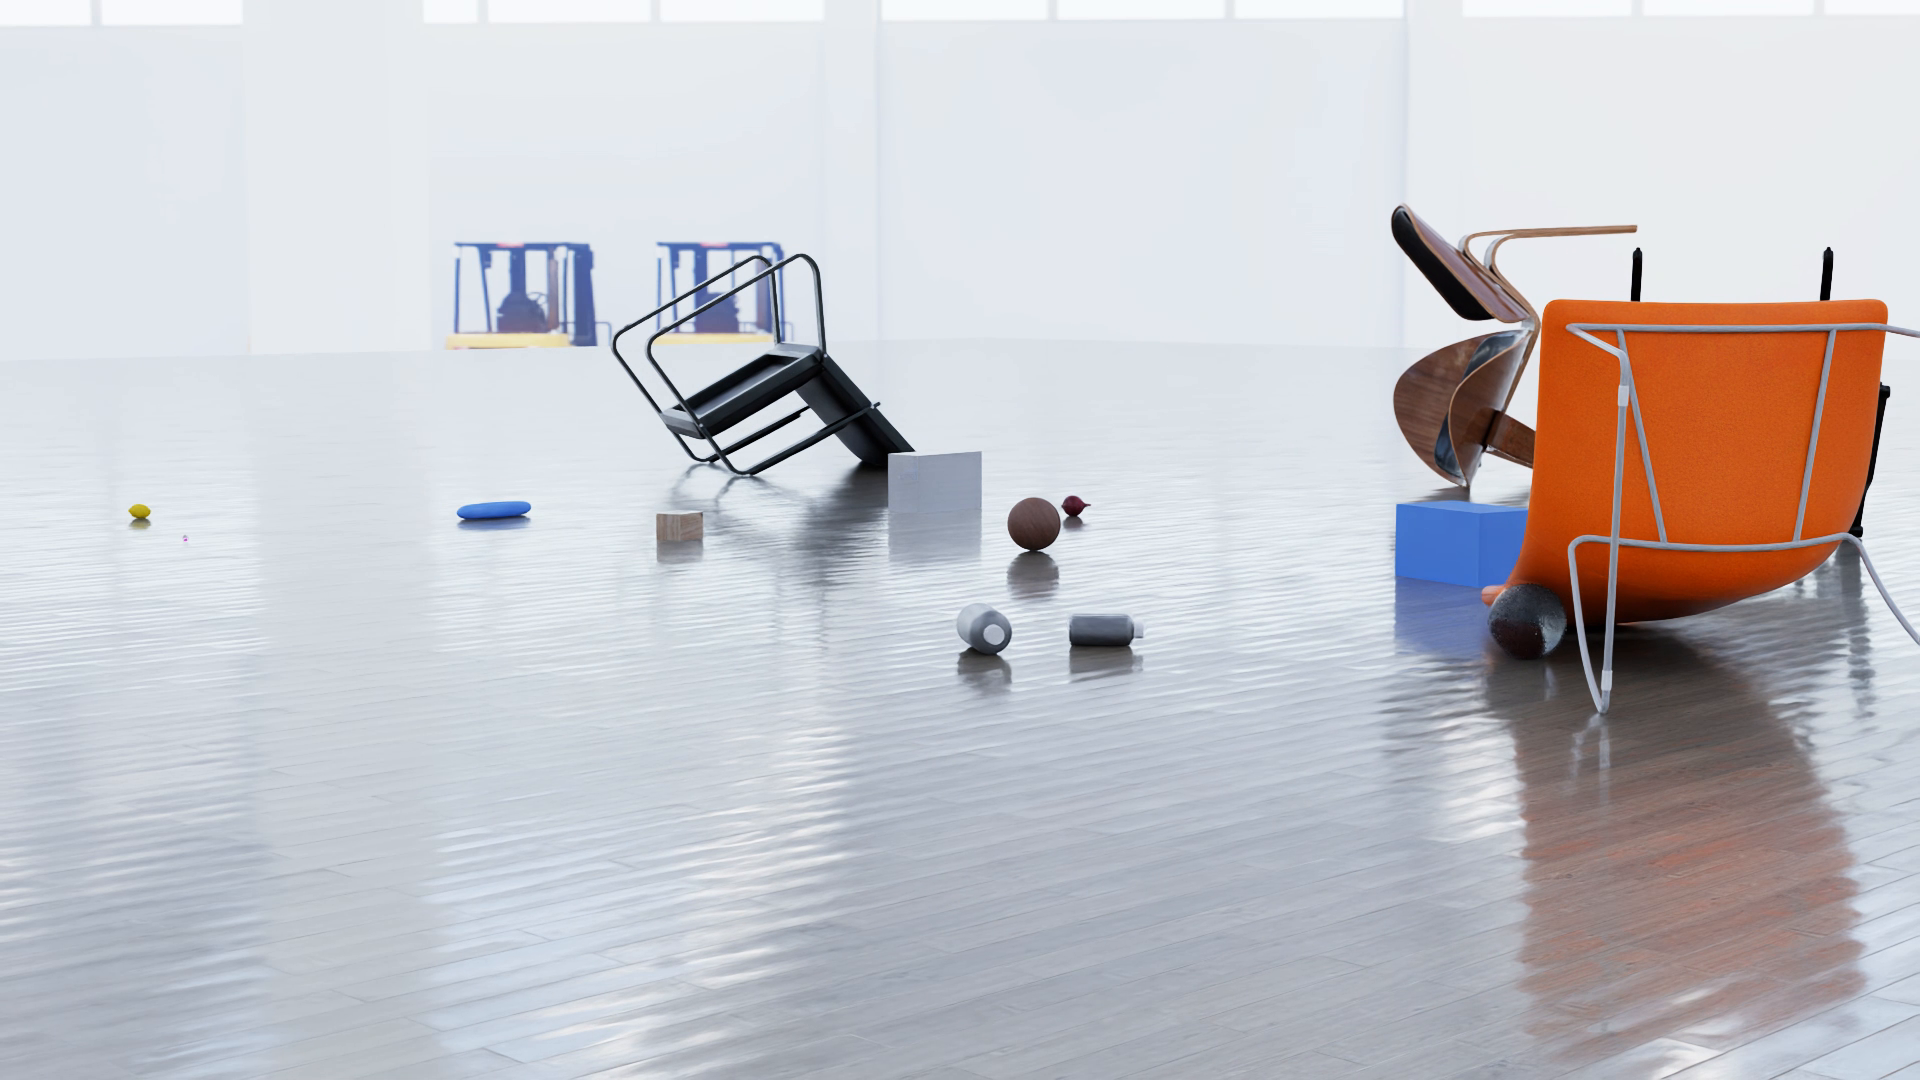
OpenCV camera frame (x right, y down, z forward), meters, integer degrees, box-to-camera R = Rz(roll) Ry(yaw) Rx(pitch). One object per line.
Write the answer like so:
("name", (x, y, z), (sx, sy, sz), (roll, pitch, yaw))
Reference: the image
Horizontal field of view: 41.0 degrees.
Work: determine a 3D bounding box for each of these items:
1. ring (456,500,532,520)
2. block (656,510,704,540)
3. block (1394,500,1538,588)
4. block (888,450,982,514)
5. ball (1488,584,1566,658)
("ring", (-1.275, -0.082, 7.025), (0.086, 0.039, 0.242), (4, 7, 44))
("block", (-0.704, -0.037, 6.447), (0.075, 0.066, 0.095), (3, 7, 30))
("block", (1.099, 0.006, 5.579), (0.166, 0.158, 0.265), (-4, 7, -31))
("block", (-0.069, -0.167, 7.253), (0.114, 0.161, 0.265), (5, 8, 42))
("ball", (0.977, 0.139, 4.421), (0.131, 0.131, 0.131), (0, 6, 0))
